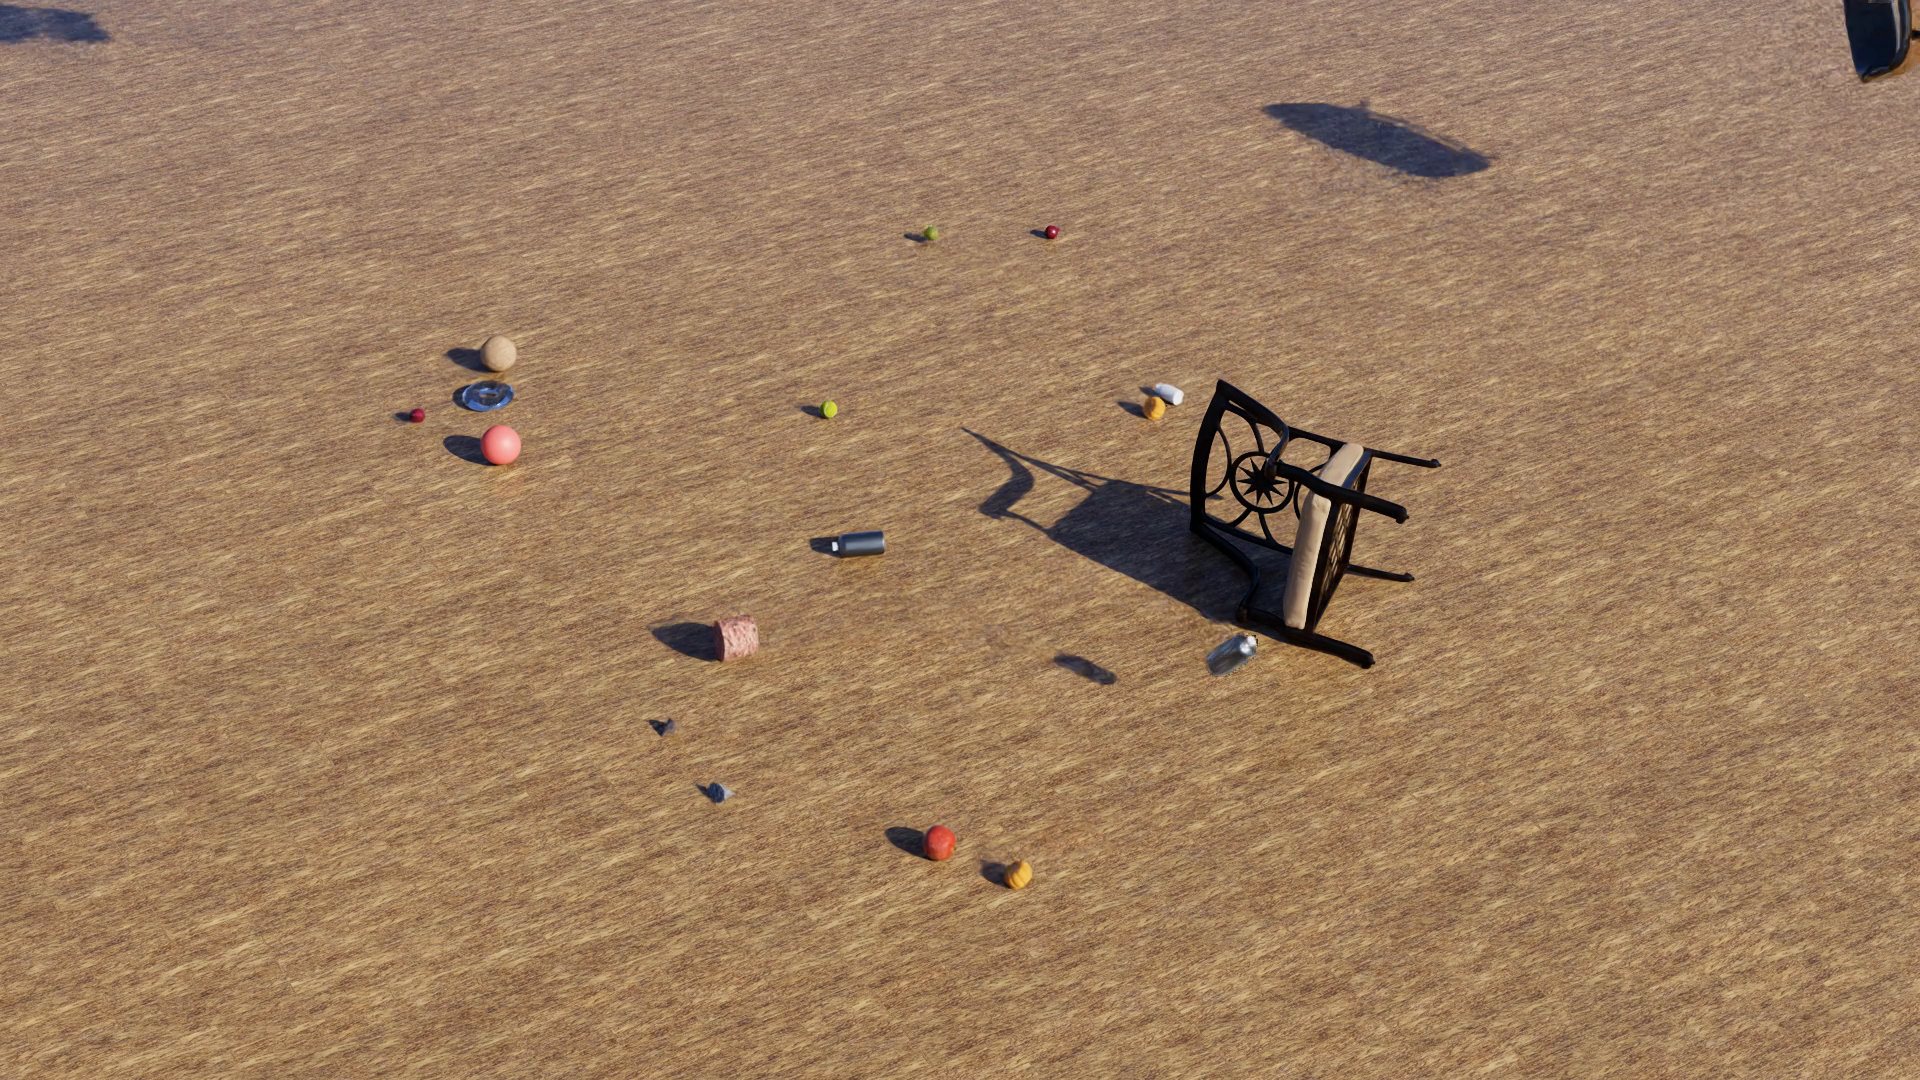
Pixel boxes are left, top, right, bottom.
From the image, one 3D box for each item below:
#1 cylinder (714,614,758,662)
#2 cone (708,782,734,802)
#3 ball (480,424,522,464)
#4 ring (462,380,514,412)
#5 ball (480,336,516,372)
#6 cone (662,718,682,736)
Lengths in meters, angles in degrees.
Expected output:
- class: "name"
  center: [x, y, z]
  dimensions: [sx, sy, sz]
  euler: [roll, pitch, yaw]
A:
- class: "cylinder"
  center: [-0.786, 0.342, 10.267]
  dimensions: [0.122, 0.191, 0.137]
  euler: [-11, 69, -16]
- class: "cone"
  center: [-0.771, 0.835, 9.651]
  dimensions: [0.069, 0.059, 0.108]
  euler: [9, 10, -35]
- class: "ball"
  center: [-1.779, -0.369, 11.363]
  dimensions: [0.155, 0.155, 0.155]
  euler: [0, 33, 0]
- class: "ring"
  center: [-1.895, -0.580, 11.781]
  dimensions: [0.207, 0.049, 0.213]
  euler: [26, 41, 35]
- class: "ball"
  center: [-1.886, -0.757, 11.961]
  dimensions: [0.146, 0.146, 0.146]
  euler: [0, 33, 0]
- class: "cone"
  center: [-0.988, 0.647, 9.935]
  dimensions: [0.065, 0.066, 0.076]
  euler: [-41, 30, -9]
